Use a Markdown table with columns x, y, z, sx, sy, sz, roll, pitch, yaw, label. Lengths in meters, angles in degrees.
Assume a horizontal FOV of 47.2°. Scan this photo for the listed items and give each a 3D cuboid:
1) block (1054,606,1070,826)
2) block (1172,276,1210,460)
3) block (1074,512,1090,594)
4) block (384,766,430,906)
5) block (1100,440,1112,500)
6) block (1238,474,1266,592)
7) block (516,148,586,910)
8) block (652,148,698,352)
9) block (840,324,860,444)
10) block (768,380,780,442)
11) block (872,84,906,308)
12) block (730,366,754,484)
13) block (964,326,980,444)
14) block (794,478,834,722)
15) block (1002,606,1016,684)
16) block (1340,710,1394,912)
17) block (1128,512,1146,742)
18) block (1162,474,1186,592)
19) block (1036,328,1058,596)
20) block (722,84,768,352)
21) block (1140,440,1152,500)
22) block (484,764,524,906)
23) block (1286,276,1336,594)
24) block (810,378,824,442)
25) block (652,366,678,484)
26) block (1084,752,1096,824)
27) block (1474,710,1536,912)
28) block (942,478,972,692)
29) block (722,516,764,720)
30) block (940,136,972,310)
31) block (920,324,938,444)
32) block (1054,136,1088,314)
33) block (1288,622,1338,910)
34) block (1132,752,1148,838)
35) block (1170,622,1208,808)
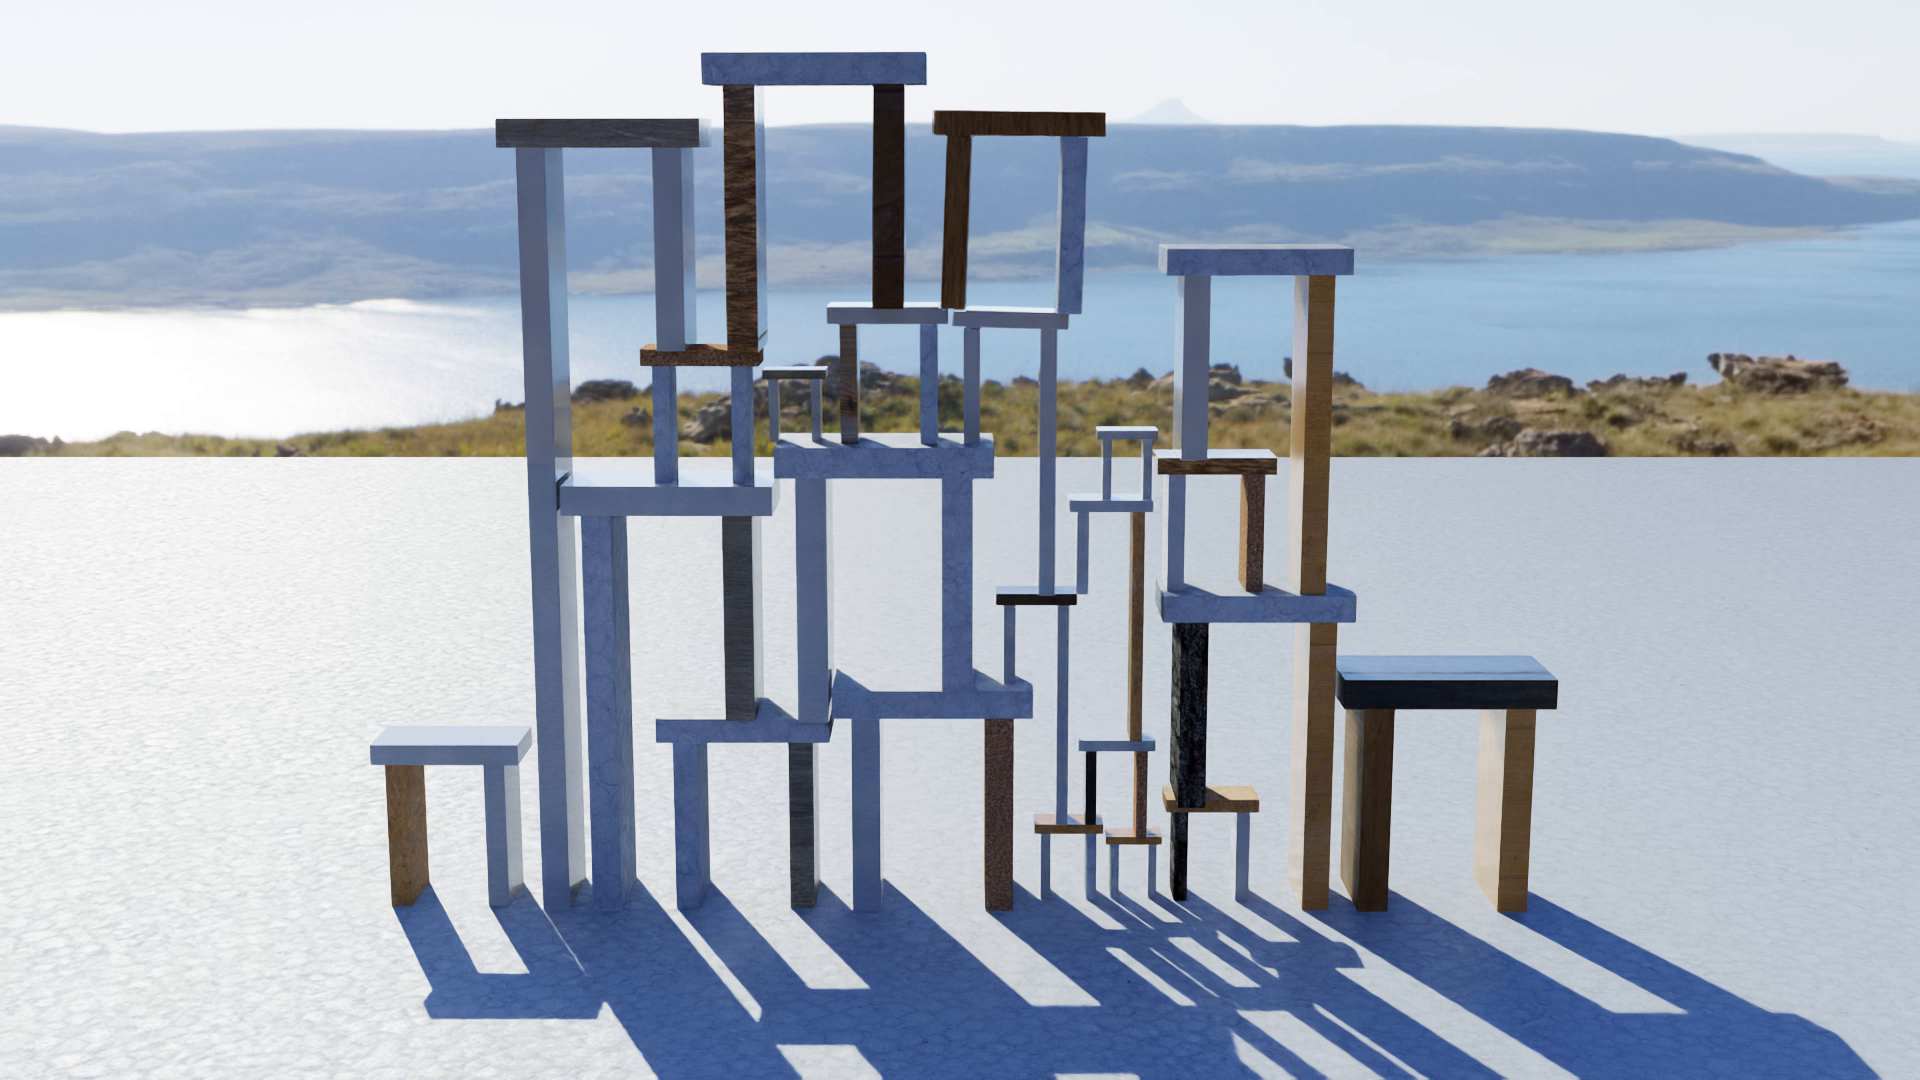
| x | y | z | sx | sy | sz | roll | pitch | yaw | label |
| --- | --- | --- | --- | --- | --- | --- | --- | --- | --- |
| 0.167 | 0.281 | 3.611 | 0.018 | 0.370 | 0.065 | 0 | 11 | 0 | block |
| 0.369 | -0.281 | 3.509 | 0.041 | 0.290 | 0.145 | 0 | 11 | 0 | block |
| 0.197 | 0.016 | 3.559 | 0.019 | 0.134 | 0.067 | 0 | 11 | 0 | block |
| -0.916 | 0.472 | 3.647 | 0.034 | 0.239 | 0.120 | 0 | 11 | 0 | block |
| 0.235 | -0.117 | 3.536 | 0.014 | 0.097 | 0.049 | 0 | 11 | 0 | block |
| 0.472 | -0.019 | 3.559 | 0.027 | 0.190 | 0.095 | 0 | 11 | 0 | block |
| -0.659 | -0.013 | 3.561 | 0.044 | 1.226 | 0.156 | 0 | 11 | 0 | block |
| -0.450 | -0.462 | 3.476 | 0.044 | 0.312 | 0.156 | 0 | 11 | 0 | block |
| -0.175 | -0.254 | 3.512 | 0.027 | 0.190 | 0.095 | 0 | 11 | 0 | block |
| -0.297 | -0.210 | 3.518 | 0.014 | 0.101 | 0.050 | -1 | 11 | -2 | block |
| -0.110 | -0.541 | 3.454 | 0.048 | 0.340 | 0.170 | 0 | 11 | -1 | block |
| -0.348 | -0.190 | 3.525 | 0.026 | 0.186 | 0.093 | 0 | 11 | 0 | block |
| 0.019 | -0.250 | 3.511 | 0.026 | 0.182 | 0.091 | 0 | 11 | 0 | block |
| -0.235 | 0.082 | 3.571 | 0.049 | 0.395 | 0.173 | 0 | 11 | 0 | block |
| 0.080 | 0.163 | 3.589 | 0.018 | 0.131 | 0.065 | 0 | 11 | 0 | block |
| 0.672 | 0.423 | 3.636 | 0.048 | 0.340 | 0.170 | 0 | 11 | 0 | block |
| 0.287 | 0.136 | 3.582 | 0.019 | 0.380 | 0.067 | 0 | 11 | 0 | block |
| 0.346 | -0.019 | 3.559 | 0.027 | 0.190 | 0.095 | 0 | 11 | 0 | block |
| 0.139 | -0.129 | 3.532 | 0.026 | 0.427 | 0.091 | 0 | 11 | 0 | block |
| -0.337 | -0.507 | 3.459 | 0.048 | 0.407 | 0.170 | 0 | 11 | 0 | block |
| 0.300 | -0.117 | 3.536 | 0.014 | 0.097 | 0.049 | 0 | 11 | 0 | block |
| -0.756 | 0.472 | 3.647 | 0.034 | 0.239 | 0.120 | 0 | 11 | 0 | block |
| 0.562 | -0.175 | 3.529 | 0.041 | 0.507 | 0.145 | 0 | 11 | 0 | block |
| -0.229 | -0.210 | 3.521 | 0.014 | 0.101 | 0.050 | 0 | 11 | 0 | block |
| -0.472 | -0.191 | 3.524 | 0.026 | 0.186 | 0.093 | 0 | 11 | 0 | block |
| 0.215 | 0.401 | 3.635 | 0.018 | 0.125 | 0.063 | 0 | 11 | 0 | block |
| 0.899 | 0.423 | 3.636 | 0.048 | 0.340 | 0.170 | 0 | 11 | 0 | block |
| -0.004 | 0.058 | 3.566 | 0.049 | 0.346 | 0.173 | 0 | 11 | 0 | block |
| -0.353 | 0.111 | 3.583 | 0.047 | 0.334 | 0.167 | 0 | 10 | 0 | block |
| -0.005 | -0.500 | 3.451 | 0.037 | 0.263 | 0.131 | 2 | 11 | 0 | block |
| -0.049 | -0.254 | 3.512 | 0.027 | 0.190 | 0.095 | 0 | 11 | 0 | block |
| 0.175 | -0.497 | 3.463 | 0.037 | 0.272 | 0.131 | 1 | 11 | 0 | block |
| 0.580 | 0.354 | 3.623 | 0.043 | 0.481 | 0.153 | 0 | 11 | 0 | block |
| 0.298 | 0.413 | 3.637 | 0.018 | 0.149 | 0.063 | 0 | 11 | 0 | block |
| 0.375 | 0.269 | 3.607 | 0.043 | 0.307 | 0.153 | 0 | 10 | 0 | block |
